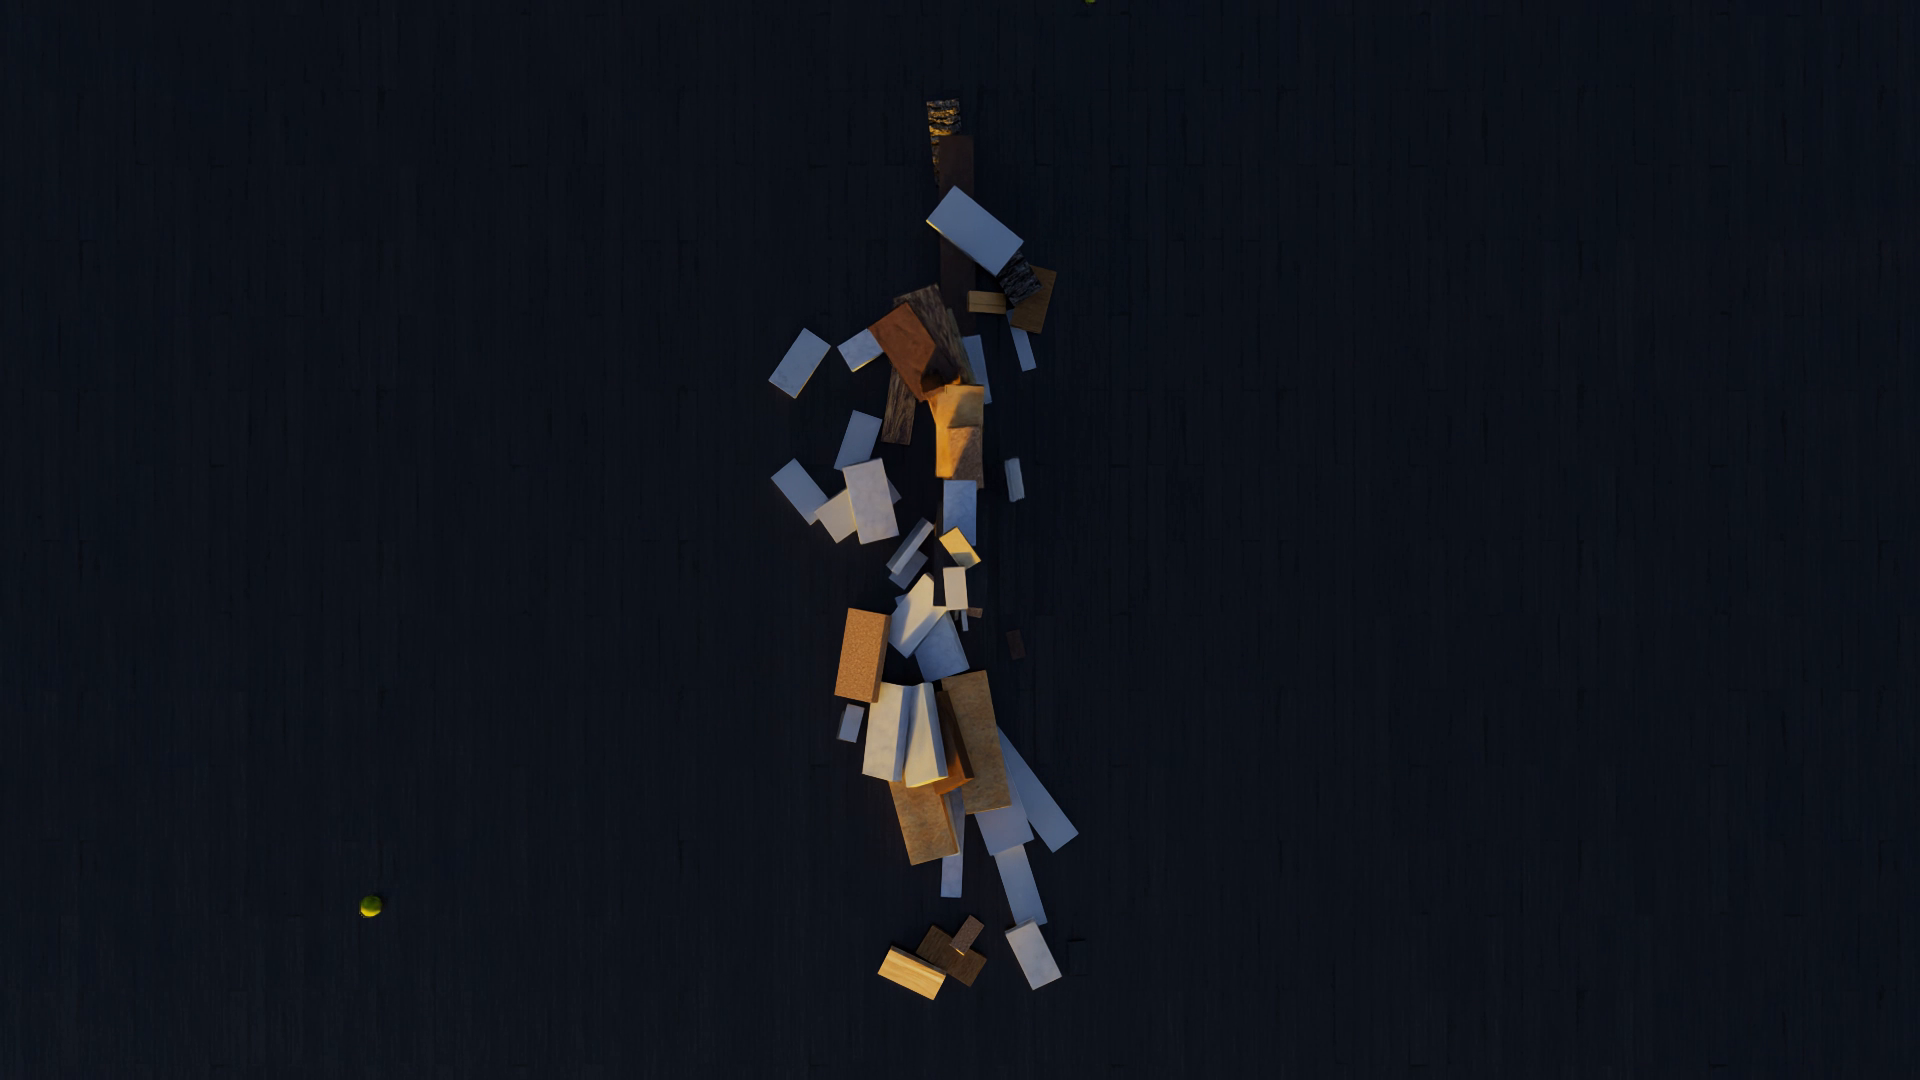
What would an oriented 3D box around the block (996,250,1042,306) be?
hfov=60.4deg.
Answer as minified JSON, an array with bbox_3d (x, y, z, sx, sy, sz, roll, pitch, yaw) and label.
[{"bbox_3d":[0.165,-0.901,5.459,0.115,0.033,0.230,-32,79,3],"label":"block"}]

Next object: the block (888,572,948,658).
[{"bbox_3d":[-0.139,0.247,5.419,0.131,0.037,0.263,42,109,10],"label":"block"}]

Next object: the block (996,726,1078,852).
[{"bbox_3d":[0.217,0.828,5.485,0.107,0.030,0.446,-37,90,0],"label":"block"}]

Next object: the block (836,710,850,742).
[{"bbox_3d":[-0.379,0.620,5.493,0.048,0.014,0.095,12,90,0],"label":"block"}]

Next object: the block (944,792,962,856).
[{"bbox_3d":[-0.065,0.947,5.469,0.102,0.029,0.204,-12,87,13],"label":"block"}]

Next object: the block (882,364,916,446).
[{"bbox_3d":[-0.187,-0.510,5.486,0.096,0.027,0.382,8,90,0],"label":"block"}]

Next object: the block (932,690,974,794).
[{"bbox_3d":[-0.060,0.662,5.388,0.151,0.043,0.302,-34,66,39],"label":"block"}]

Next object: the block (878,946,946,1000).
[{"bbox_3d":[-0.158,1.435,5.470,0.204,0.029,0.102,26,108,0],"label":"block"}]

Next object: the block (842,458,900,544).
[{"bbox_3d":[-0.294,-0.129,5.430,0.131,0.037,0.263,-14,103,-6],"label":"block"}]

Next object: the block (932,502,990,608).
[{"bbox_3d":[0.004,0.047,5.150,0.162,0.046,0.324,3,90,0],"label":"block"}]

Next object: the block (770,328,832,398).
[{"bbox_3d":[-0.532,-0.587,5.485,0.106,0.030,0.211,34,90,0],"label":"block"}]

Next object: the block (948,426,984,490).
[{"bbox_3d":[0.019,-0.263,5.302,0.101,0.029,0.202,-5,100,0],"label":"block"}]

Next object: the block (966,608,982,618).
[{"bbox_3d":[0.048,0.200,5.451,0.064,0.018,0.129,10,130,0],"label":"block"}]

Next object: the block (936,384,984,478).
[{"bbox_3d":[-0.002,-0.352,5.323,0.149,0.042,0.299,1,102,-1],"label":"block"}]

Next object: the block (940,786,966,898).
[{"bbox_3d":[-0.016,0.874,5.490,0.068,0.019,0.627,3,90,0],"label":"block"}]

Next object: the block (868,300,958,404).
[{"bbox_3d":[-0.149,-0.605,5.293,0.149,0.042,0.299,-33,108,7],"label":"block"}]

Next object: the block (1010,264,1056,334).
[{"bbox_3d":[0.244,-0.800,5.475,0.106,0.030,0.212,15,84,0],"label":"block"}]

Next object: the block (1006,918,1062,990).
[{"bbox_3d":[0.243,1.373,5.468,0.107,0.030,0.214,-25,98,1],"label":"block"}]

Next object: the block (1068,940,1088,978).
[{"bbox_3d":[0.390,1.393,5.492,0.059,0.017,0.118,-3,90,0],"label":"block"}]

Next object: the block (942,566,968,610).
[{"bbox_3d":[-0.014,0.148,5.106,0.067,0.019,0.133,-5,101,1],"label":"block"}]

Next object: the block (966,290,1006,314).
[{"bbox_3d":[0.088,-0.787,5.462,0.135,0.019,0.068,1,92,-24],"label":"block"}]

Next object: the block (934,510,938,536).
[{"bbox_3d":[0.003,-0.053,5.336,0.162,0.324,0.046,2,98,0],"label":"block"}]

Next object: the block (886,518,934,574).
[{"bbox_3d":[-0.165,0.019,5.448,0.029,0.101,0.202,37,90,-15],"label":"block"}]

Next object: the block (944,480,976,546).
[{"bbox_3d":[0.000,-0.084,5.112,0.101,0.029,0.202,1,90,0],"label":"block"}]

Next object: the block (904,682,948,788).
[{"bbox_3d":[-0.132,0.638,5.392,0.156,0.044,0.312,-24,69,42],"label":"block"}]

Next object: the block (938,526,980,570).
[{"bbox_3d":[0.000,0.027,5.092,0.067,0.019,0.133,-32,108,12],"label":"block"}]

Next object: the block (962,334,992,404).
[{"bbox_3d":[0.029,-0.557,5.449,0.115,0.033,0.230,-10,102,2],"label":"block"}]

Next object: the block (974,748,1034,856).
[{"bbox_3d":[0.111,0.851,5.442,0.156,0.044,0.342,-20,90,-4],"label":"block"}]

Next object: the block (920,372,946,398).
[{"bbox_3d":[-0.087,-0.493,5.239,0.068,0.135,0.019,-23,116,4],"label":"block"}]

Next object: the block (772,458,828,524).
[{"bbox_3d":[-0.523,-0.161,5.486,0.102,0.029,0.204,-40,90,0],"label":"block"}]

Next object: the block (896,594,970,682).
[{"bbox_3d":[-0.092,0.307,5.453,0.151,0.043,0.302,-20,90,21],"label":"block"}]

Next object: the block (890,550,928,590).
[{"bbox_3d":[-0.171,0.093,5.491,0.067,0.019,0.133,37,90,0],"label":"block"}]

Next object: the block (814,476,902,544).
[{"bbox_3d":[-0.339,-0.120,5.463,0.263,0.037,0.131,-35,104,-1],"label":"block"}]

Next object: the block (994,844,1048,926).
[{"bbox_3d":[0.195,1.135,5.486,0.102,0.029,0.314,-18,90,0],"label":"block"}]

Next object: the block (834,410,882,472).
[{"bbox_3d":[-0.338,-0.319,5.486,0.102,0.029,0.204,19,90,0],"label":"block"}]

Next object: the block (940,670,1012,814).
[{"bbox_3d":[0.052,0.662,5.404,0.151,0.043,0.449,-10,78,-2],"label":"block"}]

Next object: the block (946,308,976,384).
[{"bbox_3d":[-0.028,-0.598,5.408,0.102,0.029,0.312,-18,102,4],"label":"block"}]

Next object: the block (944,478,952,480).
[{"bbox_3d":[-0.005,-0.161,5.351,0.094,0.027,0.188,0,49,-2],"label":"block"}]

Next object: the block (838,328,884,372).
[{"bbox_3d":[-0.300,-0.649,5.471,0.192,0.027,0.096,-31,85,6],"label":"block"}]

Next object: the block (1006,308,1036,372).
[{"bbox_3d":[0.203,-0.668,5.493,0.048,0.014,0.209,-16,90,0],"label":"block"}]

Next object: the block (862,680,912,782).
[{"bbox_3d":[-0.240,0.627,5.434,0.146,0.041,0.313,7,90,44],"label":"block"}]

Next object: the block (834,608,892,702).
[{"bbox_3d":[-0.320,0.381,5.447,0.146,0.041,0.292,9,90,29],"label":"block"}]

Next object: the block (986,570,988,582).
[{"bbox_3d":[0.005,0.120,5.337,0.162,0.324,0.046,10,94,0],"label":"block"}]

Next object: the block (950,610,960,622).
[{"bbox_3d":[-0.028,0.199,5.436,0.018,0.129,0.064,-24,47,-30],"label":"block"}]

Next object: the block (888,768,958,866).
[{"bbox_3d":[-0.124,0.900,5.443,0.156,0.044,0.312,-17,83,12],"label":"block"}]

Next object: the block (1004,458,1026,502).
[{"bbox_3d":[0.180,-0.199,5.459,0.019,0.068,0.135,-5,98,33],"label":"block"}]

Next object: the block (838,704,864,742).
[{"bbox_3d":[-0.360,0.607,5.478,0.059,0.017,0.118,15,90,0],"label":"block"}]

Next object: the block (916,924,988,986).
[{"bbox_3d":[-0.029,1.381,5.485,0.214,0.030,0.107,32,90,0],"label":"block"}]

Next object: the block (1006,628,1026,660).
[{"bbox_3d":[0.186,0.347,5.493,0.048,0.014,0.095,-14,90,0],"label":"block"}]

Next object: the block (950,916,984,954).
[{"bbox_3d":[0.023,1.310,5.472,0.059,0.017,0.118,37,71,2],"label":"block"}]

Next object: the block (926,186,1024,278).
[{"bbox_3d":[0.050,-1.014,5.421,0.292,0.041,0.146,39,90,-1],"label":"block"}]

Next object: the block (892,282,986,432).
[{"bbox_3d":[-0.066,-0.569,5.356,0.149,0.042,0.514,-19,109,2],"label":"block"}]

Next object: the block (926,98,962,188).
[{"bbox_3d":[-0.043,-1.320,5.485,0.106,0.030,0.279,-6,90,0],"label":"block"}]

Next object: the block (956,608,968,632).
[{"bbox_3d":[0.002,0.237,5.467,0.018,0.064,0.129,-7,90,-18],"label":"block"}]

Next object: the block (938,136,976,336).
[{"bbox_3d":[-0.008,-0.941,5.465,0.115,0.033,0.785,-1,93,0],"label":"block"}]
